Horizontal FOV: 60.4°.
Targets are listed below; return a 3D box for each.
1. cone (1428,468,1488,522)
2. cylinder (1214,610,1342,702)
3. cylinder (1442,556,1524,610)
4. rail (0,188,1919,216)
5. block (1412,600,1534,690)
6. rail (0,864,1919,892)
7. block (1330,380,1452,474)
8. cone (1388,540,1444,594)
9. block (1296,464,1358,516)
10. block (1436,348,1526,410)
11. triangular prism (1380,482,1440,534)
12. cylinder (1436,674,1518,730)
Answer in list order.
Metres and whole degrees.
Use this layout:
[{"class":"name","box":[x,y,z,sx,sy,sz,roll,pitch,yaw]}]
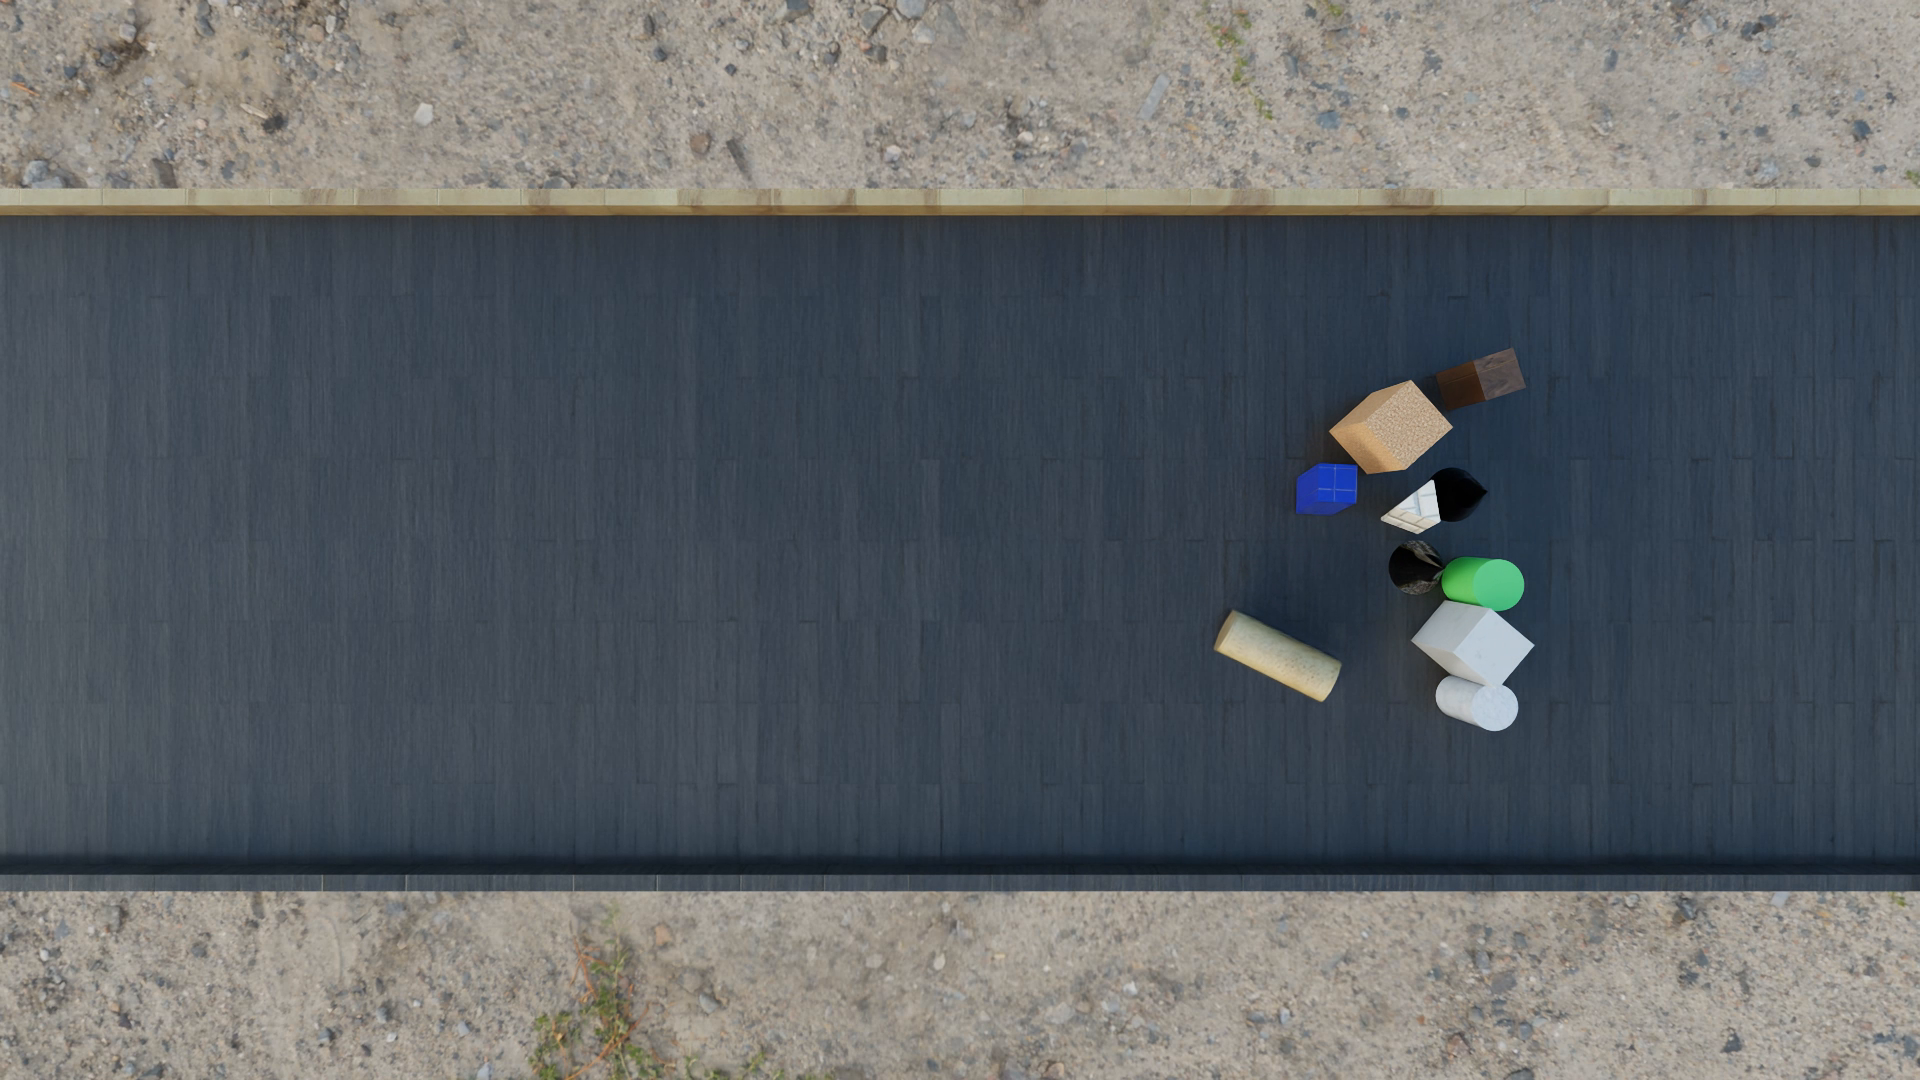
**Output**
[{"class":"cone","box":[1.515,-0.139,4.904,0.168,0.345,0.168,0,90,0]},{"class":"cylinder","box":[0.964,0.350,5.007,0.355,0.139,0.139,26,90,0]},{"class":"cylinder","box":[1.557,0.128,4.924,0.150,0.302,0.150,0,91,0]},{"class":"rail","box":[-2.247,-1.025,5.002,12.000,0.150,0.050,0,90,0]},{"class":"block","box":[1.503,0.303,4.860,0.163,0.428,0.163,40,91,-1]},{"class":"rail","box":[-2.247,1.025,5.001,12.000,0.150,0.050,0,90,0]},{"class":"block","box":[1.258,-0.326,4.848,0.178,0.454,0.178,-42,90,1]},{"class":"cone","box":[1.403,0.084,4.926,0.167,0.301,0.167,0,90,0]},{"class":"block","box":[1.091,-0.149,4.920,0.111,0.304,0.111,3,84,0]},{"class":"block","box":[1.538,-0.473,4.889,0.121,0.375,0.121,-18,90,0]},{"class":"triangular prism","box":[1.348,-0.106,4.879,0.122,0.384,0.106,22,88,8]},{"class":"cylinder","box":[1.536,0.481,4.914,0.136,0.321,0.136,0,91,-2]}]
